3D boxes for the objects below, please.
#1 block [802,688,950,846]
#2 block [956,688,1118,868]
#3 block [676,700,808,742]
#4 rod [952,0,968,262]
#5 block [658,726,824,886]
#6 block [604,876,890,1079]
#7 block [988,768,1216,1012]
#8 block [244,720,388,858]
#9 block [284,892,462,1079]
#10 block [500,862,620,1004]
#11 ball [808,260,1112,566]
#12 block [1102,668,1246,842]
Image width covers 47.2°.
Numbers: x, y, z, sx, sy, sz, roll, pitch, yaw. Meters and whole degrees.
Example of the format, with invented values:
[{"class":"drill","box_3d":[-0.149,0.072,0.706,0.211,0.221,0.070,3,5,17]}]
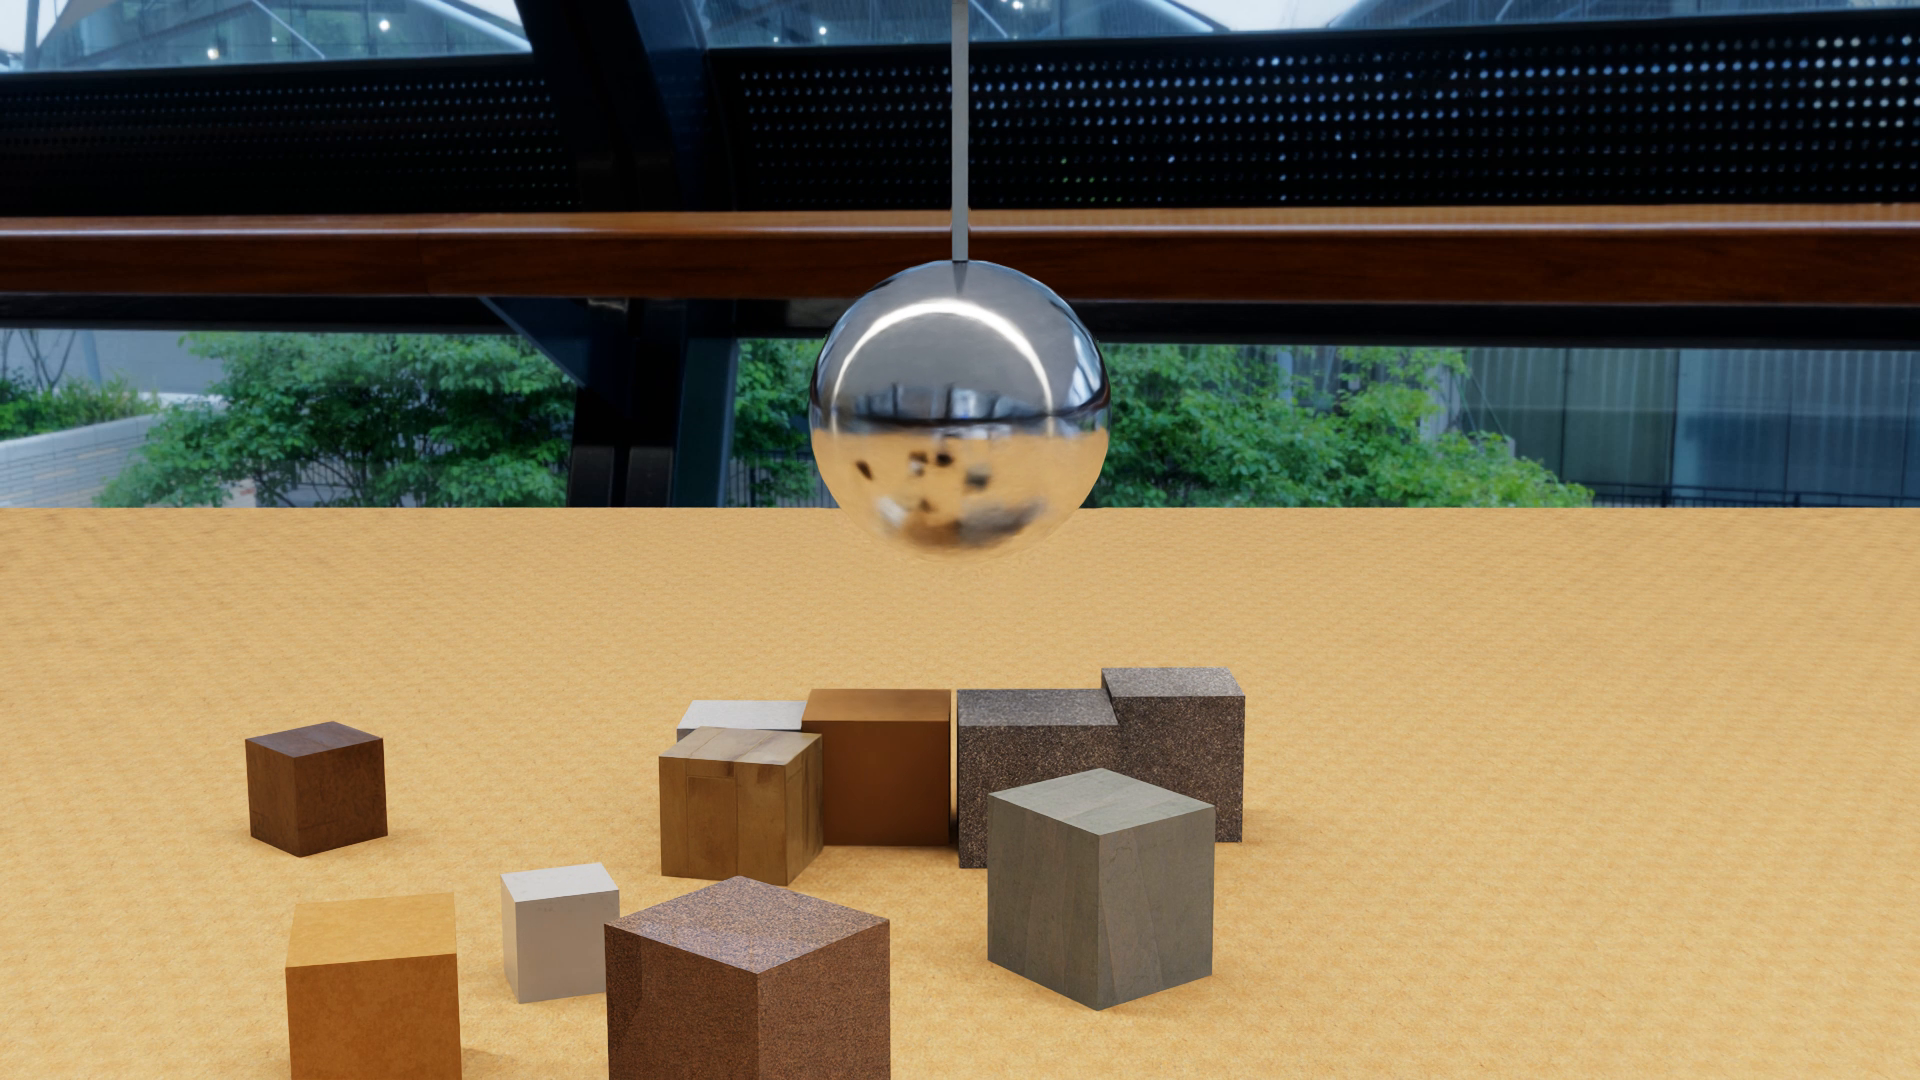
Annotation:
[{"class":"block","box_3d":[-0.420,1.164,11.345,0.736,0.650,0.645,0,10,1]},{"class":"block","box_3d":[0.374,1.185,11.032,0.769,0.721,0.715,0,10,-1]},{"class":"block","box_3d":[-1.109,1.187,11.408,0.625,0.583,0.569,0,10,1]},{"class":"rod","box_3d":[0.000,-3.956,10.666,0.080,5.200,0.080,0,15,0]},{"class":"block","box_3d":[-1.064,1.294,10.776,0.640,0.599,0.571,3,11,14]},{"class":"block","box_3d":[-0.766,1.734,7.992,0.767,0.729,0.683,8,13,38]},{"class":"block","box_3d":[0.596,1.470,9.388,0.650,0.749,0.722,-8,13,-37]},{"class":"block","box_3d":[-3.275,1.260,11.195,0.490,0.515,0.497,10,14,43]},{"class":"block","box_3d":[-2.167,1.746,8.183,0.589,0.636,0.671,-2,11,-13]},{"class":"block","box_3d":[-1.681,1.650,9.261,0.430,0.441,0.373,-4,11,-21]},{"class":"ball","box_3d":[0.000,-0.668,11.531,1.600,1.600,1.600,0,10,0]},{"class":"block","box_3d":[1.087,1.103,11.367,0.668,0.763,0.615,0,10,-1]}]
